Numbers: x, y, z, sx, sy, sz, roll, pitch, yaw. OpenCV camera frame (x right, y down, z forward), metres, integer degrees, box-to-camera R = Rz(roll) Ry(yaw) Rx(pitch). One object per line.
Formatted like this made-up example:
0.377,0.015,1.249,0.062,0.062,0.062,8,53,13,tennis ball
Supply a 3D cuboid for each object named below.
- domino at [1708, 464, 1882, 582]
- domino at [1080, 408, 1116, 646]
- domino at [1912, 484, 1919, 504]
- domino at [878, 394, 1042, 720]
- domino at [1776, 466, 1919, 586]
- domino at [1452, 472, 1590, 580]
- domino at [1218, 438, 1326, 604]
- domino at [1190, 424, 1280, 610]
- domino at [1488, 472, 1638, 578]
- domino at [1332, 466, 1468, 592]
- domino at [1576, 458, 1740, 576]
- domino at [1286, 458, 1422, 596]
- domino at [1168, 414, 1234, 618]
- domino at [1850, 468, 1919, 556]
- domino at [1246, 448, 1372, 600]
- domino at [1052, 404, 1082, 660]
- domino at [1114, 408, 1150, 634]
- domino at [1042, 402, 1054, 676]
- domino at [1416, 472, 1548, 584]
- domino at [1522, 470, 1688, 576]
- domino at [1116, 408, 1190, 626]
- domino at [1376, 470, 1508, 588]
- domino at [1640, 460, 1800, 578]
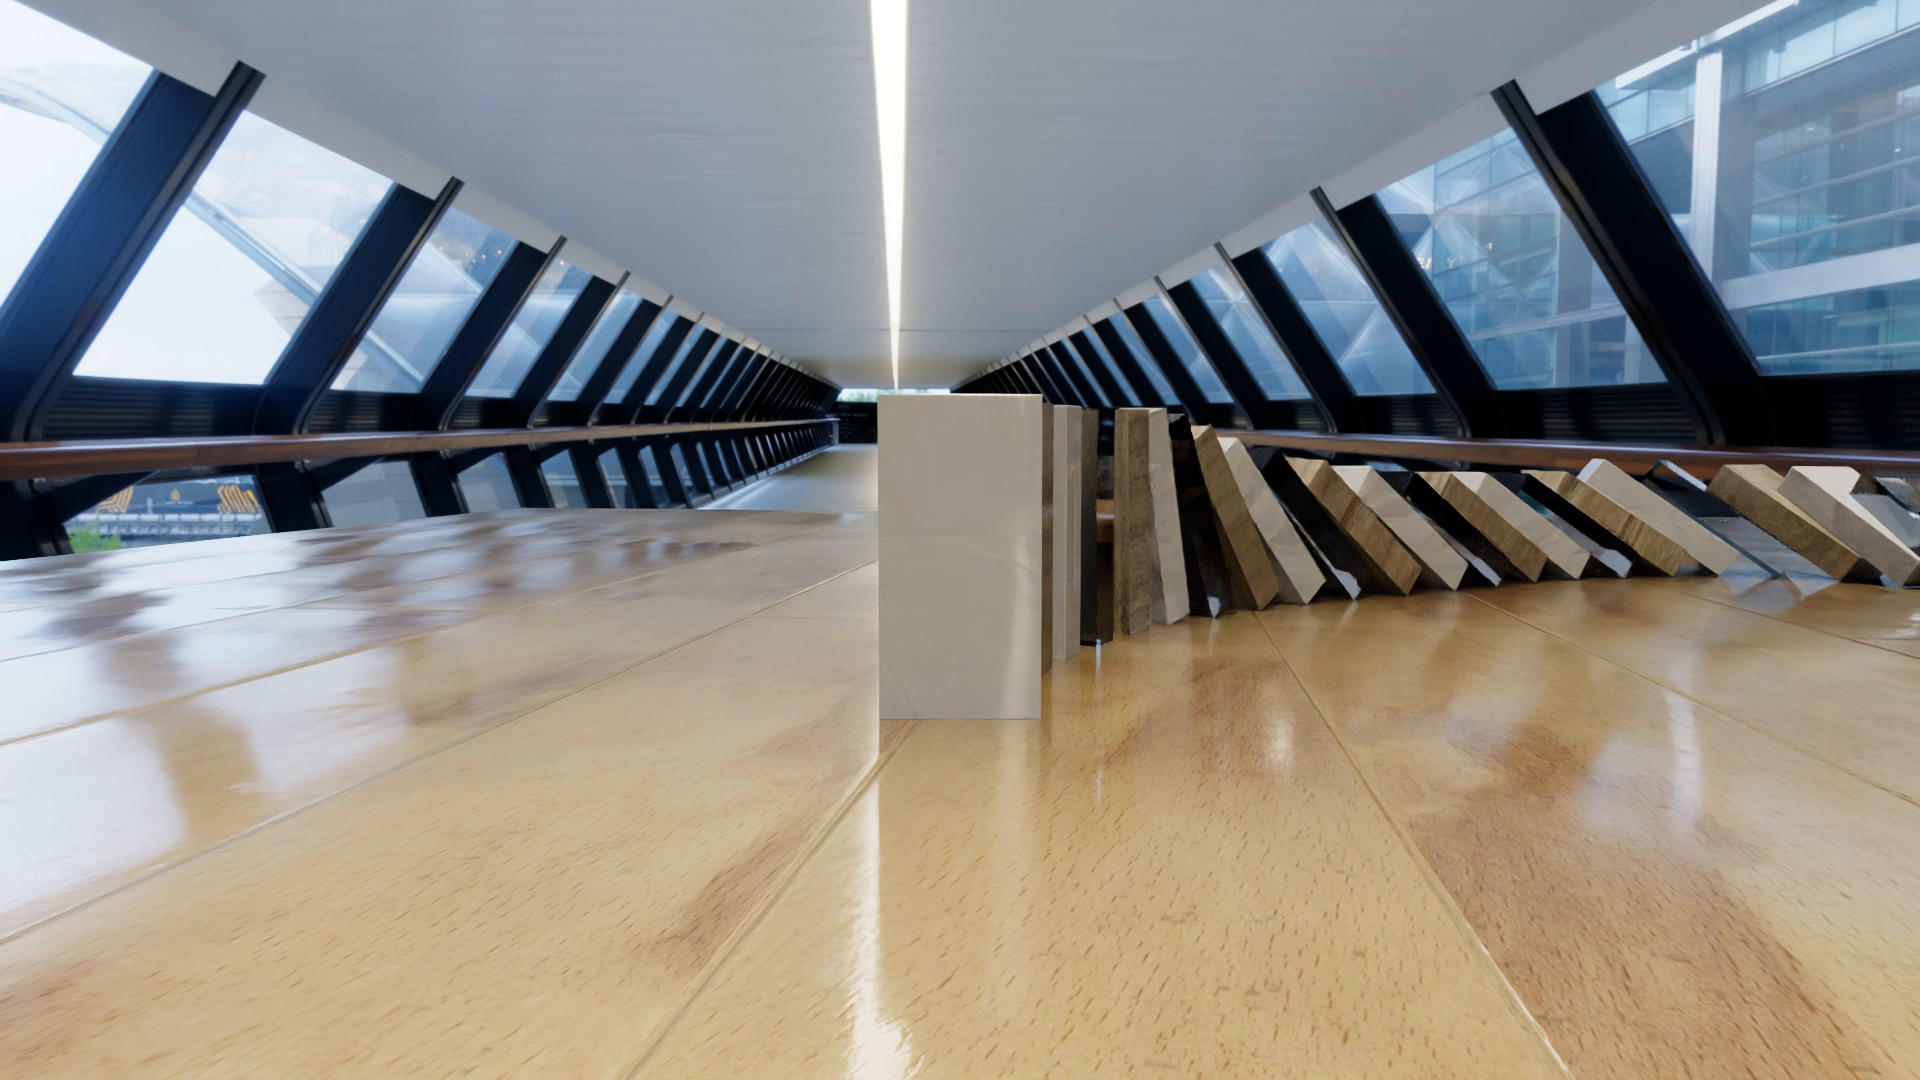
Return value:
0.272,-0.006,0.415,0.025,0.009,0.050,-2,38,-31,domino
0.020,-0.003,0.278,0.025,0.050,0.010,2,5,28,domino
0.297,-0.002,0.361,0.025,0.010,0.050,1,36,3,domino
0.000,0.002,0.201,0.025,0.050,0.010,0,4,0,domino
0.285,-0.005,0.399,0.025,0.009,0.050,-1,37,-18,domino
0.171,-0.005,0.403,0.050,0.009,0.025,32,-8,-21,domino
0.074,-0.005,0.342,0.009,0.050,0.025,-46,25,-20,domino
0.061,-0.006,0.330,0.009,0.050,0.025,-41,26,-27,domino
0.189,-0.005,0.412,0.050,0.010,0.025,31,-5,-17,domino
0.121,-0.003,0.370,0.050,0.010,0.025,37,-15,-27,domino
0.231,-0.008,0.427,0.050,0.010,0.025,39,14,11,domino
0.105,-0.004,0.360,0.050,0.010,0.025,41,-16,-26,domino
0.050,-0.006,0.318,0.010,0.050,0.025,-32,23,-35,domino
0.293,-0.003,0.381,0.025,0.010,0.050,0,36,-5,domino
0.088,-0.004,0.351,0.050,0.009,0.025,47,-19,-25,domino
0.011,-0.002,0.260,0.025,0.050,0.010,2,5,23,domino
0.030,-0.005,0.294,0.025,0.050,0.010,3,7,36,domino
0.004,-0.001,0.241,0.025,0.050,0.009,1,4,17,domino
0.153,-0.004,0.393,0.050,0.010,0.025,33,-11,-25,domino
0.208,-0.006,0.420,0.050,0.009,0.025,31,0,-9,domino
0.039,-0.006,0.307,0.025,0.050,0.010,4,19,44,domino
0.137,-0.003,0.382,0.050,0.010,0.025,34,-13,-27,domino
0.251,-0.008,0.424,0.050,0.010,0.025,43,26,25,domino
